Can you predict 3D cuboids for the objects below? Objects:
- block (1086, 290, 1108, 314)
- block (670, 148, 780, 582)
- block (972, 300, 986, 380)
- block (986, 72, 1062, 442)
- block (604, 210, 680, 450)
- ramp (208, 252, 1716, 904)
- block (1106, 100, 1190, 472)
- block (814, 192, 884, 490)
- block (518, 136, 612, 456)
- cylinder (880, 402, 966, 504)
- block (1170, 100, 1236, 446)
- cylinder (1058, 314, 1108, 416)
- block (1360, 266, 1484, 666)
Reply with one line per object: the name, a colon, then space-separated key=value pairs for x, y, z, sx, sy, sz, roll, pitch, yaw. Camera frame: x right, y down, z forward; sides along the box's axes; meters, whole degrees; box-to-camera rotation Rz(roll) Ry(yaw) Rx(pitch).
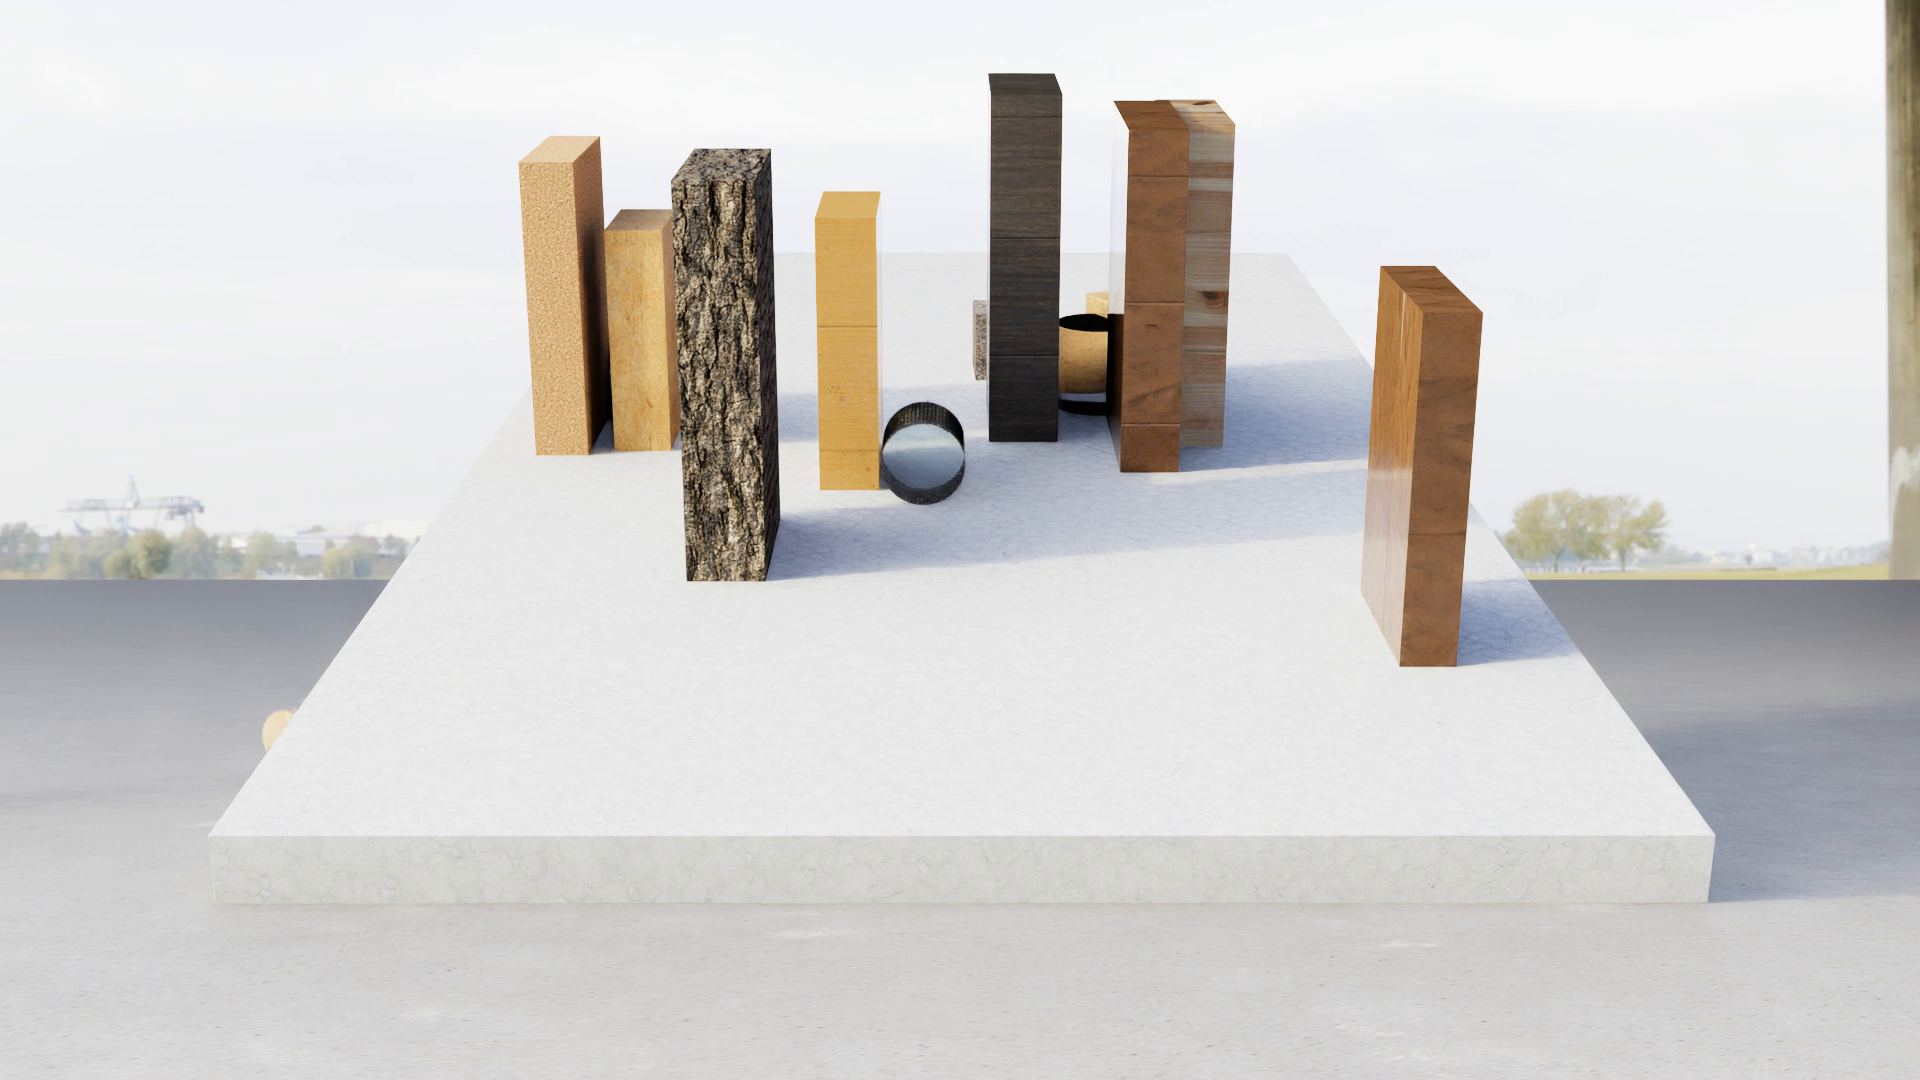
block: x=0.437 y=-0.462 z=5.216 sx=0.210 sy=0.210 sz=0.210 roll=-10 pitch=21 yaw=-28
block: x=-0.411 y=-0.318 z=3.994 sx=0.139 sy=0.704 sz=0.361 roll=0 pitch=18 yaw=0
block: x=0.113 y=-0.477 z=5.342 sx=0.159 sy=0.159 sz=0.159 roll=-1 pitch=18 yaw=-2
block: x=0.135 y=-0.616 z=4.850 sx=0.147 sy=0.733 sz=0.377 roll=0 pitch=18 yaw=0
block: x=-0.667 y=-0.448 z=4.761 sx=0.118 sy=0.468 sz=0.248 roll=0 pitch=18 yaw=0
ramp: x=-0.004 y=-0.191 z=4.888 sx=2.000 sy=0.100 sz=4.000 roll=0 pitch=18 yaw=0
block: x=0.385 y=-0.537 z=4.673 sx=0.119 sy=0.694 sz=0.445 roll=0 pitch=18 yaw=0
block: x=-0.220 y=-0.405 z=4.513 sx=0.118 sy=0.543 sz=0.308 roll=0 pitch=18 yaw=0
block: x=-0.832 y=-0.525 z=4.764 sx=0.109 sy=0.611 sz=0.372 roll=0 pitch=18 yaw=0
cylinder: x=-0.072 y=-0.171 z=4.412 sx=0.164 sy=0.164 sz=0.164 roll=0 pitch=18 yaw=0
block: x=0.492 y=-0.583 z=4.836 sx=0.131 sy=0.679 sz=0.391 roll=0 pitch=18 yaw=0
cylinder: x=0.308 y=-0.397 z=5.052 sx=0.190 sy=0.190 sz=0.190 roll=0 pitch=18 yaw=0
block: x=0.741 y=-0.127 z=3.632 sx=0.090 sy=0.572 sz=0.356 roll=0 pitch=18 yaw=0
